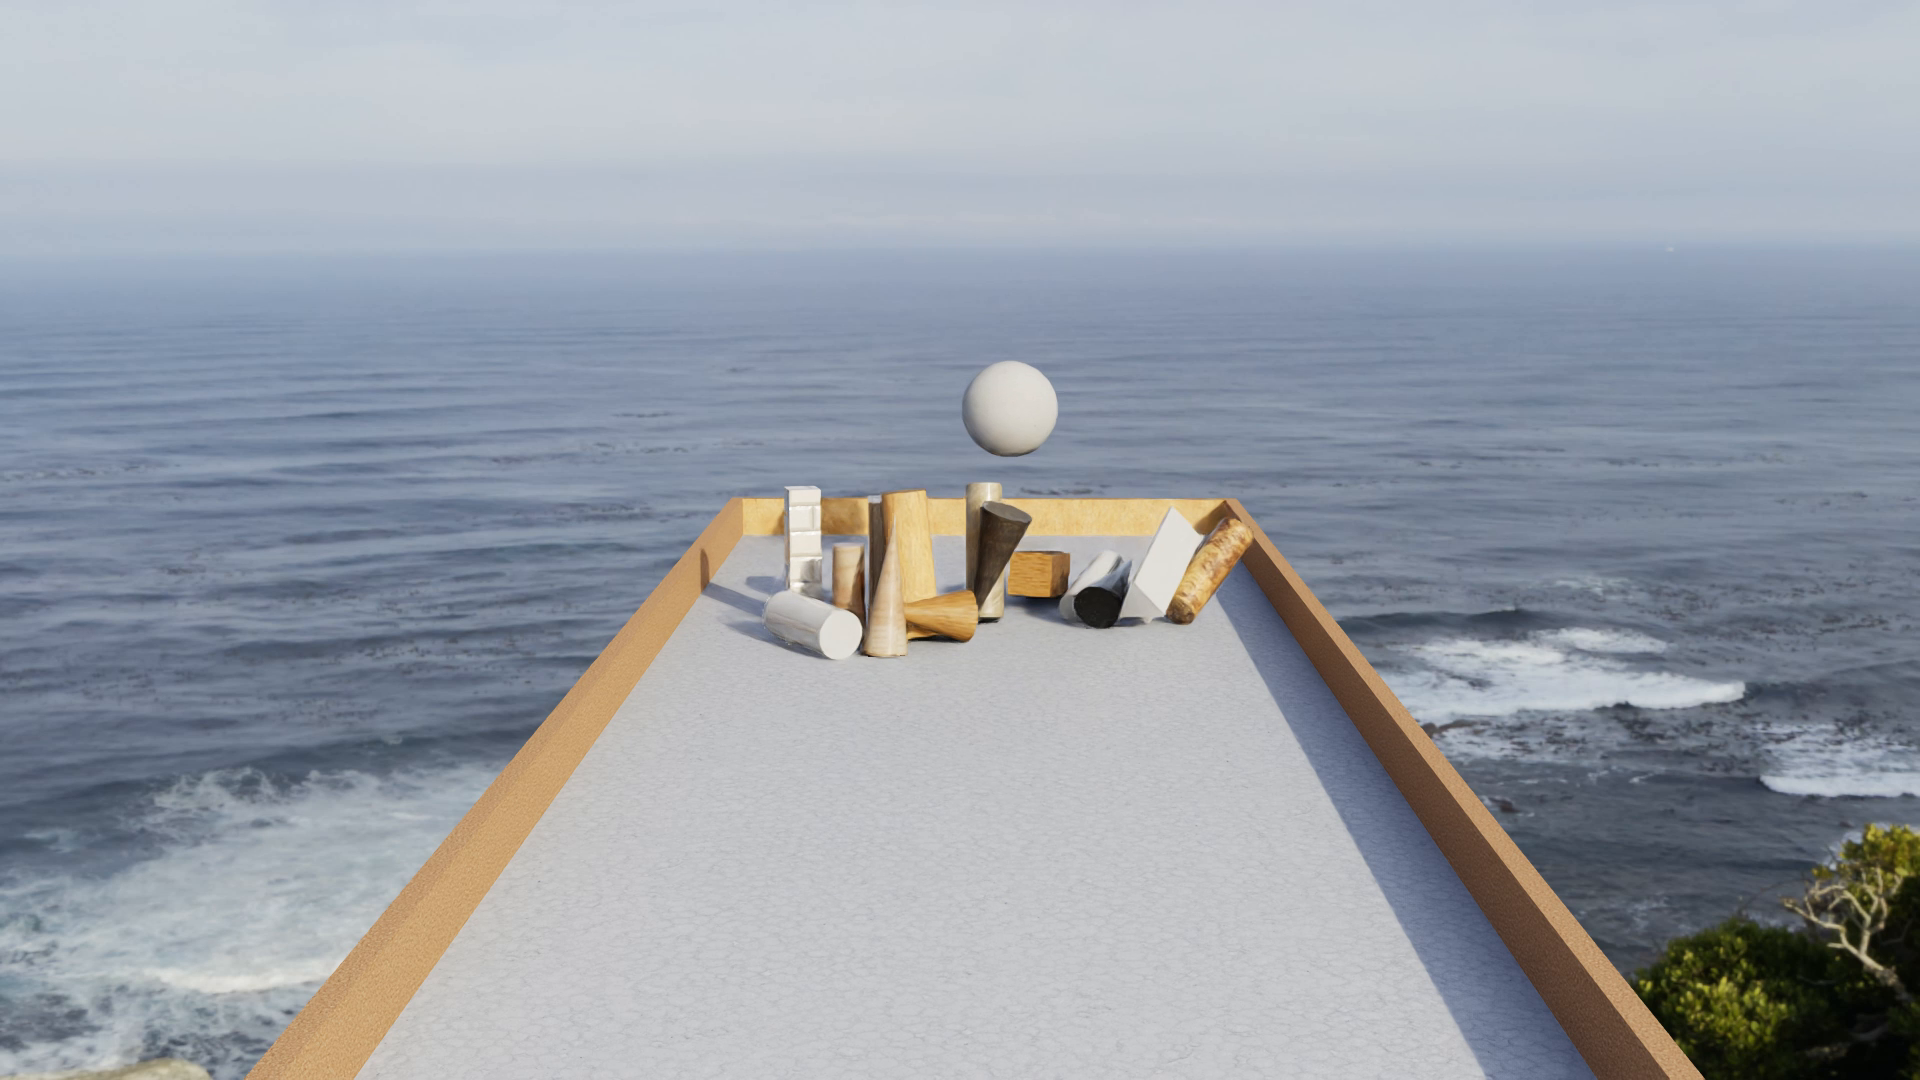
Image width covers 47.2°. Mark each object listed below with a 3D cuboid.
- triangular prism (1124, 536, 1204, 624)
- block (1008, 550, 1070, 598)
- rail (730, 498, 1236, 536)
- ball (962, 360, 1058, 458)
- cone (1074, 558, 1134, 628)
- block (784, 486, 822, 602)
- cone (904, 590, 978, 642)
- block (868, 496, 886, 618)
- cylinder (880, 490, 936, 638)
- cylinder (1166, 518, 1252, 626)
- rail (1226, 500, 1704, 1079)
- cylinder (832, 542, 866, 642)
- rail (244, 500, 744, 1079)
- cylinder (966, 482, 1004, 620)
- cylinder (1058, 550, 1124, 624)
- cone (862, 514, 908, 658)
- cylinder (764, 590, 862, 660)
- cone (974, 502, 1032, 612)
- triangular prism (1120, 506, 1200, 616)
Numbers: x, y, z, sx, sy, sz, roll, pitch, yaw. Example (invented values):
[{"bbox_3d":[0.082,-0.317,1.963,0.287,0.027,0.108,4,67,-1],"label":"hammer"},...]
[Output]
[{"bbox_3d":[0.702,0.110,7.332,0.107,0.123,0.385,-32,11,46],"label":"triangular prism"},{"bbox_3d":[0.277,0.114,7.624,0.144,0.144,0.424,4,1,11],"label":"block"},{"bbox_3d":[0.099,-0.098,9.147,2.100,0.150,0.050,0,9,1],"label":"rail"},{"bbox_3d":[0.175,-0.459,7.726,0.339,0.339,0.339,0,9,0],"label":"ball"},{"bbox_3d":[0.515,0.140,7.274,0.153,0.153,0.381,4,26,23],"label":"cone"},{"bbox_3d":[-0.514,0.056,7.199,0.102,0.456,0.102,-2,9,-14],"label":"block"},{"bbox_3d":[-0.127,0.231,6.885,0.327,0.166,0.166,4,6,-26],"label":"cone"},{"bbox_3d":[-0.217,0.072,7.219,0.164,0.418,0.164,-1,9,-3],"label":"block"},{"bbox_3d":[-0.157,0.076,7.012,0.145,0.460,0.145,-6,4,0],"label":"cylinder"},{"bbox_3d":[0.821,0.103,7.316,0.128,0.128,0.401,8,45,40],"label":"cylinder"},{"bbox_3d":[1.046,0.843,3.208,0.050,0.150,12.000,0,9,1],"label":"rail"},{"bbox_3d":[-0.352,0.167,6.971,0.101,0.309,0.101,0,9,0],"label":"cylinder"},{"bbox_3d":[-1.004,0.839,3.234,0.050,0.150,12.000,0,9,1],"label":"rail"},{"bbox_3d":[0.082,0.039,7.289,0.125,0.445,0.125,-1,-7,0],"label":"cylinder"},{"bbox_3d":[0.443,0.155,7.360,0.112,0.112,0.309,5,30,27],"label":"cylinder"},{"bbox_3d":[-0.215,0.133,6.752,0.148,0.433,0.148,4,10,-1],"label":"cone"},{"bbox_3d":[-0.458,0.261,6.829,0.153,0.153,0.333,-6,13,-34],"label":"cylinder"},{"bbox_3d":[0.092,0.097,7.155,0.173,0.410,0.173,16,16,-5],"label":"cone"},{"bbox_3d":[0.647,0.066,7.227,0.154,0.133,0.455,-2,32,26],"label":"triangular prism"}]
